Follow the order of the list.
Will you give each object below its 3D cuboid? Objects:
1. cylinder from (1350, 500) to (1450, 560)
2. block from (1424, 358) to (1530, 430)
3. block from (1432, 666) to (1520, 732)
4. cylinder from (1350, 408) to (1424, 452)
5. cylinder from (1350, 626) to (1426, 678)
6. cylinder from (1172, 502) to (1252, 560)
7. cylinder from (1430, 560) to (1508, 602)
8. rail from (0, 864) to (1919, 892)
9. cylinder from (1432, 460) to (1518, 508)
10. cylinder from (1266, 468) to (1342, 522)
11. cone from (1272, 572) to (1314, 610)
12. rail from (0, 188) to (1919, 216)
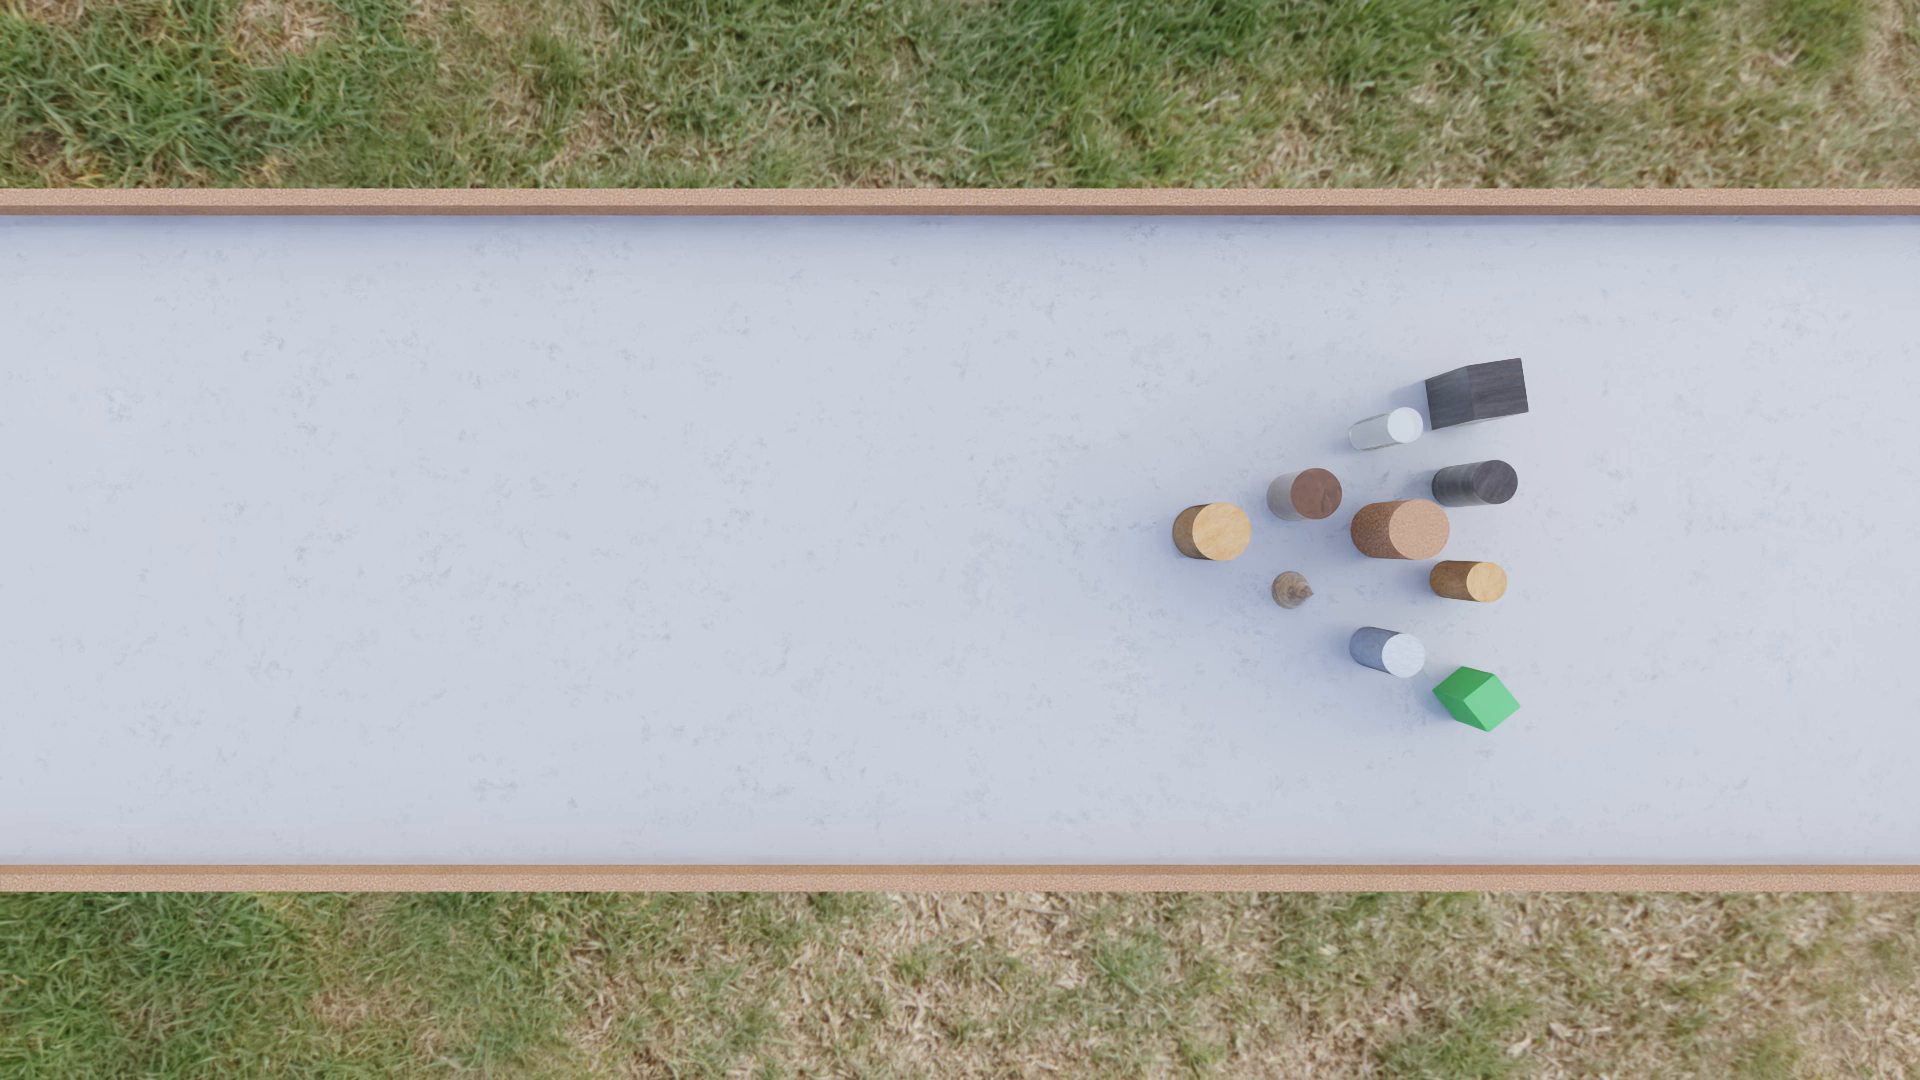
[{"bbox_3d":[1.287,-0.029,4.849,0.171,0.454,0.171,0,90,0],"label":"cylinder"},{"bbox_3d":[1.519,-0.427,4.867,0.156,0.419,0.156,-8,90,0],"label":"block"},{"bbox_3d":[1.537,0.472,4.919,0.120,0.314,0.120,-39,90,0],"label":"block"},{"bbox_3d":[1.248,-0.322,4.850,0.100,0.454,0.100,0,90,0],"label":"cylinder"},{"bbox_3d":[1.259,0.328,4.879,0.124,0.395,0.124,0,90,0],"label":"cylinder"},{"bbox_3d":[0.736,-0.024,4.857,0.166,0.439,0.166,0,90,0],"label":"cylinder"},{"bbox_3d":[1.504,0.121,4.891,0.117,0.371,0.117,0,90,0],"label":"cylinder"},{"bbox_3d":[-2.247,1.025,5.001,12.000,0.150,0.050,0,90,0],"label":"rail"},{"bbox_3d":[1.515,-0.164,4.870,0.127,0.412,0.127,0,90,0],"label":"cylinder"},{"bbox_3d":[1.017,-0.132,4.892,0.148,0.370,0.148,0,90,0],"label":"cylinder"},{"bbox_3d":[1.017,0.155,4.909,0.117,0.336,0.117,0,90,0],"label":"cone"},{"bbox_3d":[-2.247,-1.025,5.002,12.000,0.150,0.050,0,90,0],"label":"rail"}]
